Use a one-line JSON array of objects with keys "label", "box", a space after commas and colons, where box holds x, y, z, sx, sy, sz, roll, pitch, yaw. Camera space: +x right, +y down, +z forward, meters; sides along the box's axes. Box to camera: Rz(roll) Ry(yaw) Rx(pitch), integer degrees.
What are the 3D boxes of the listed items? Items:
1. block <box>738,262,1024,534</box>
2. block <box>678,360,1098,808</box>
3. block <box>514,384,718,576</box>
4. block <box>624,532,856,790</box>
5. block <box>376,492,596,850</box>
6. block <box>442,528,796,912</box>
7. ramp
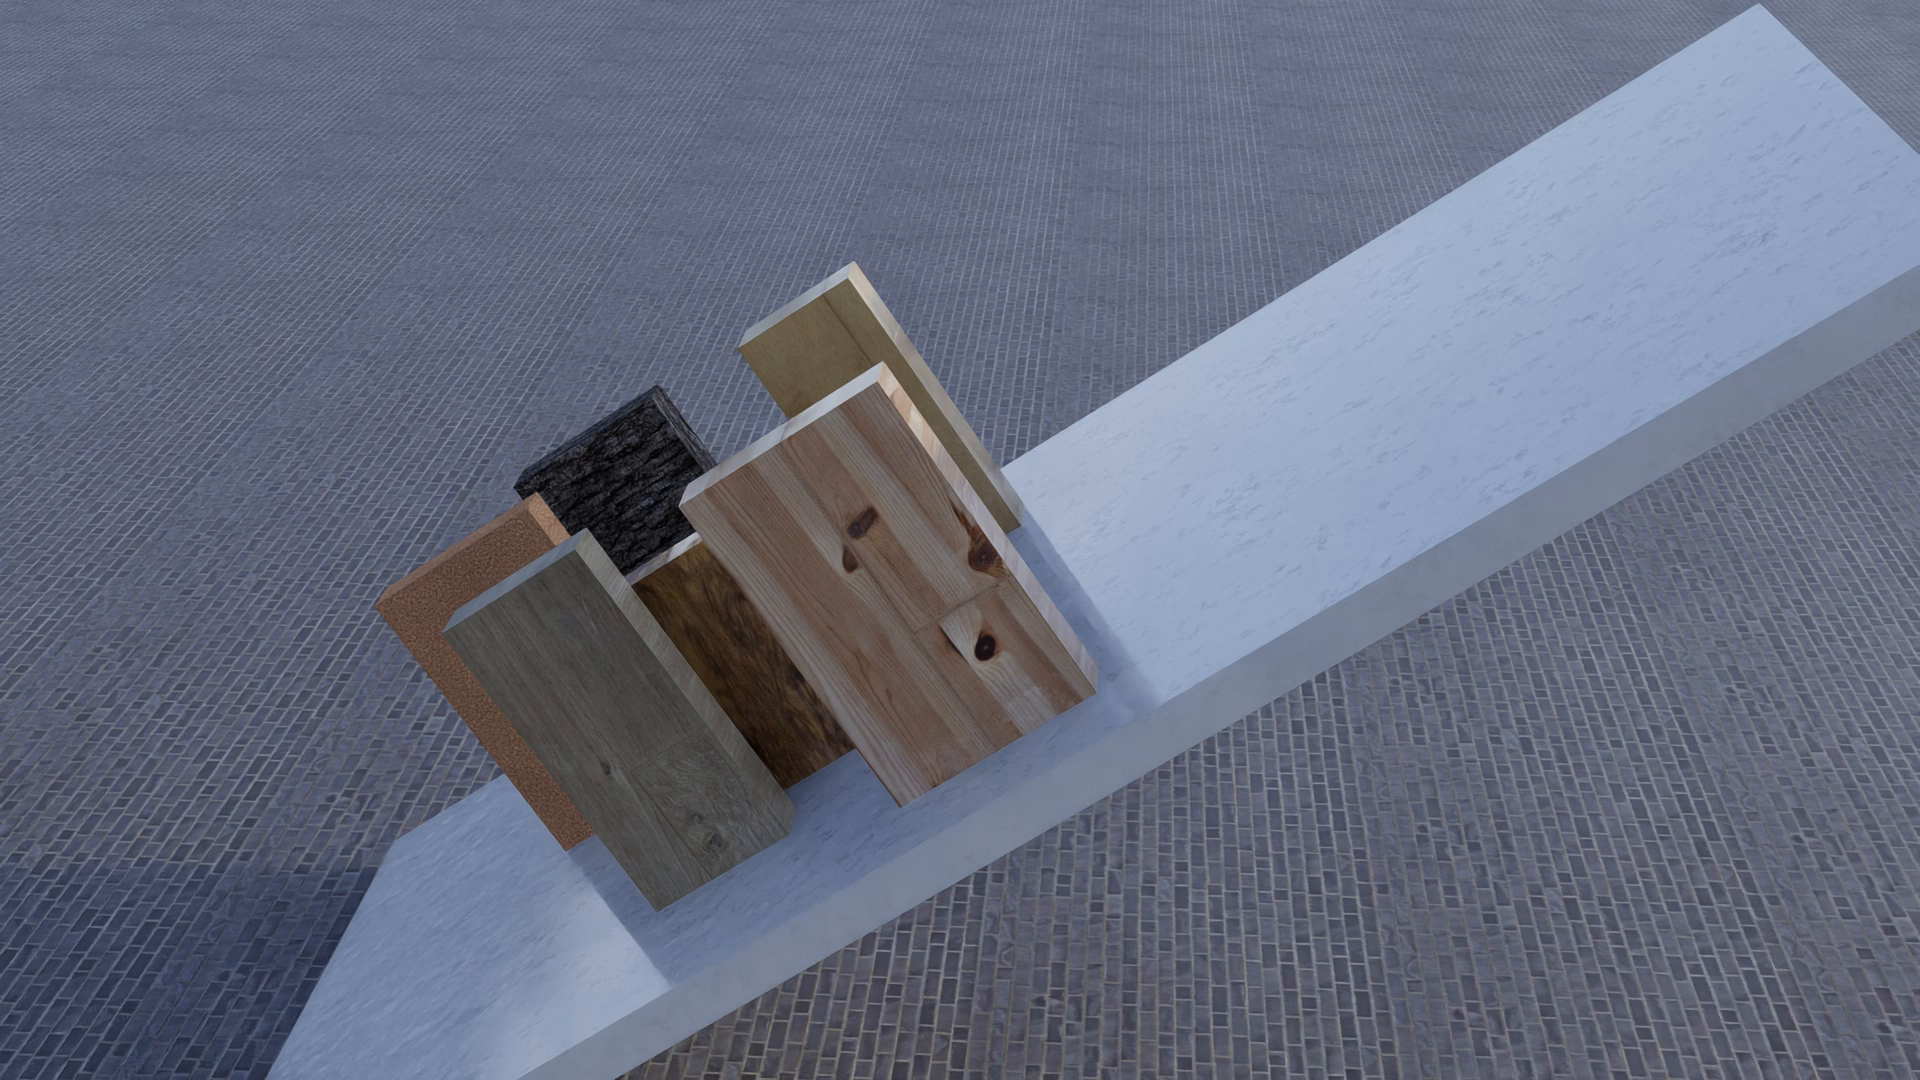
[{"label": "block", "box": [-0.175, -0.257, 6.737, 0.304, 0.698, 0.144, -31, 16, 14]}, {"label": "block", "box": [-0.128, 0.090, 5.526, 0.448, 0.728, 0.126, -31, 16, 14]}, {"label": "block", "box": [-0.713, 0.009, 7.148, 0.411, 0.664, 0.122, -31, 16, 14]}, {"label": "block", "box": [-0.518, 0.291, 6.105, 0.376, 0.544, 0.105, -31, 16, 14]}, {"label": "block", "box": [-0.917, 0.301, 6.605, 0.427, 0.714, 0.109, -31, 16, 14]}, {"label": "block", "box": [-0.675, 0.364, 5.877, 0.329, 0.723, 0.123, -31, 16, 14]}, {"label": "ramp", "box": [0.138, 0.172, 6.299, 4.000, 0.100, 2.000, -31, 16, 14]}]
